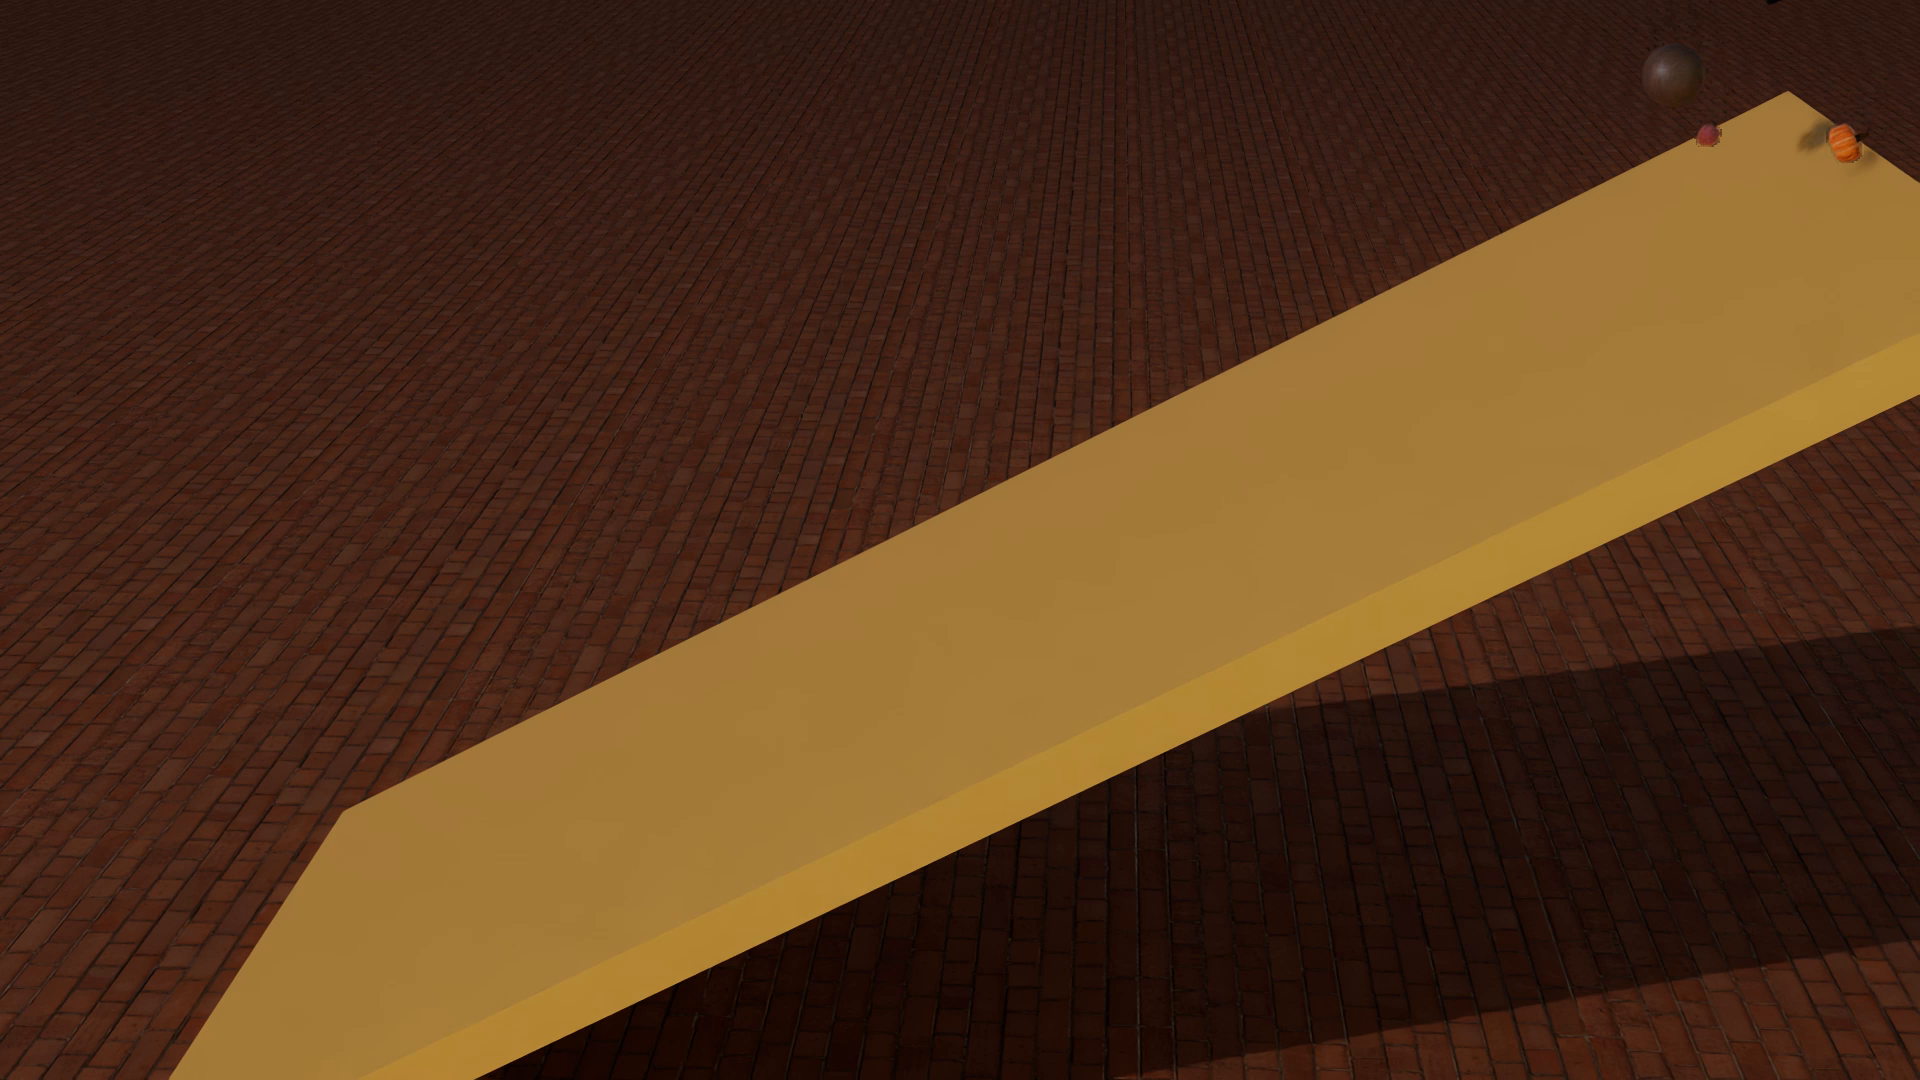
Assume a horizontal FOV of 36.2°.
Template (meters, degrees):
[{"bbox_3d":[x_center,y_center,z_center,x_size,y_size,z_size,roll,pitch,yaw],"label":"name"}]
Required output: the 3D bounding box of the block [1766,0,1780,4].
[{"bbox_3d":[1.579,-1.095,5.656,0.087,0.087,0.087,-16,25,10],"label":"block"}]

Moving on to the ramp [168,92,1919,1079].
[{"bbox_3d":[0.141,0.167,6.281,4.000,0.100,2.000,-26,14,11],"label":"ramp"}]
